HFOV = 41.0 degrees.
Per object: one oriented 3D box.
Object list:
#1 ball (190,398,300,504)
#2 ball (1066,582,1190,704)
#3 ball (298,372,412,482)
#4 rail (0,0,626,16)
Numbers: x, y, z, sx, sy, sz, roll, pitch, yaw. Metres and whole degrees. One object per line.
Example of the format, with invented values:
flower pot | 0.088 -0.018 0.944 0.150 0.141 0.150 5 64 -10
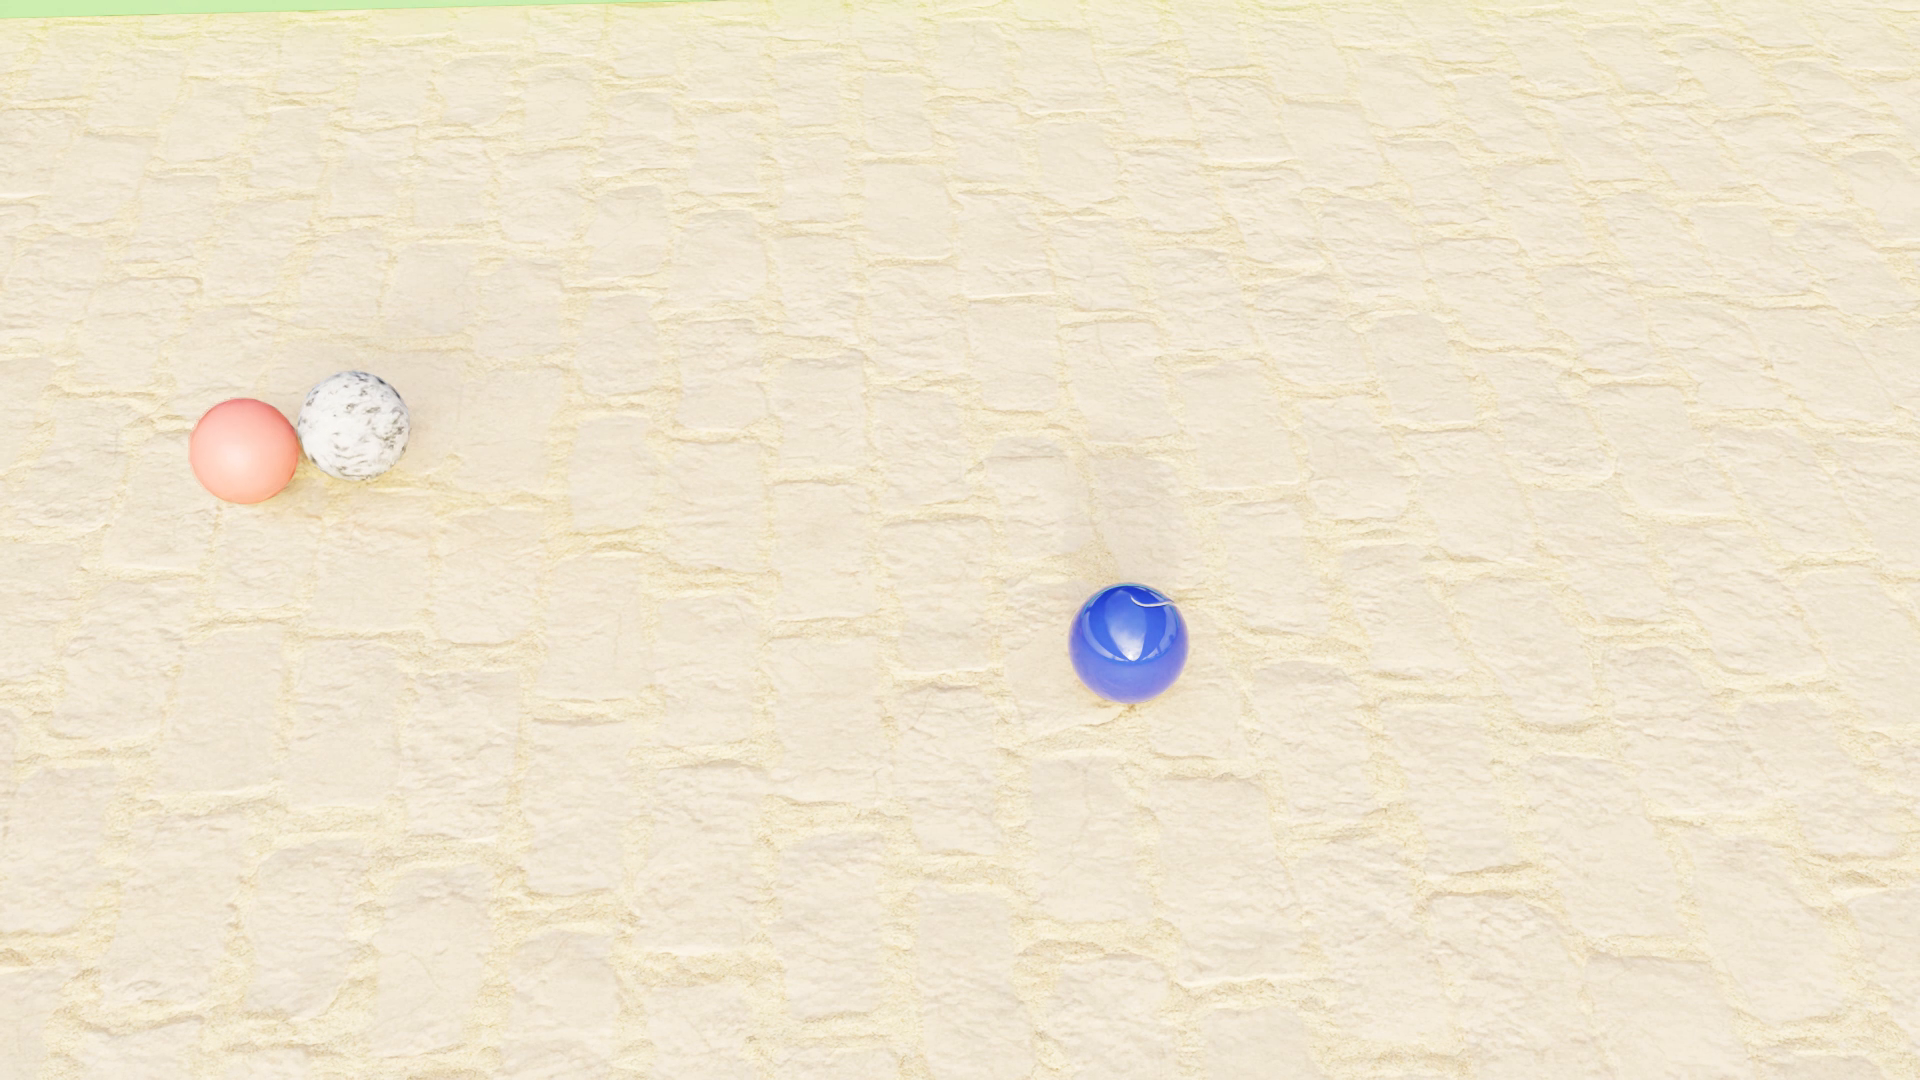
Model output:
ball | -0.469 -0.058 1.683 0.070 0.070 0.070 0 36 0
ball | 0.100 0.061 1.518 0.073 0.073 0.073 0 36 0
ball | -0.402 -0.075 1.703 0.073 0.073 0.073 0 36 0
rail | 0.835 -0.561 2.330 3.552 0.112 0.045 -2 36 -3
